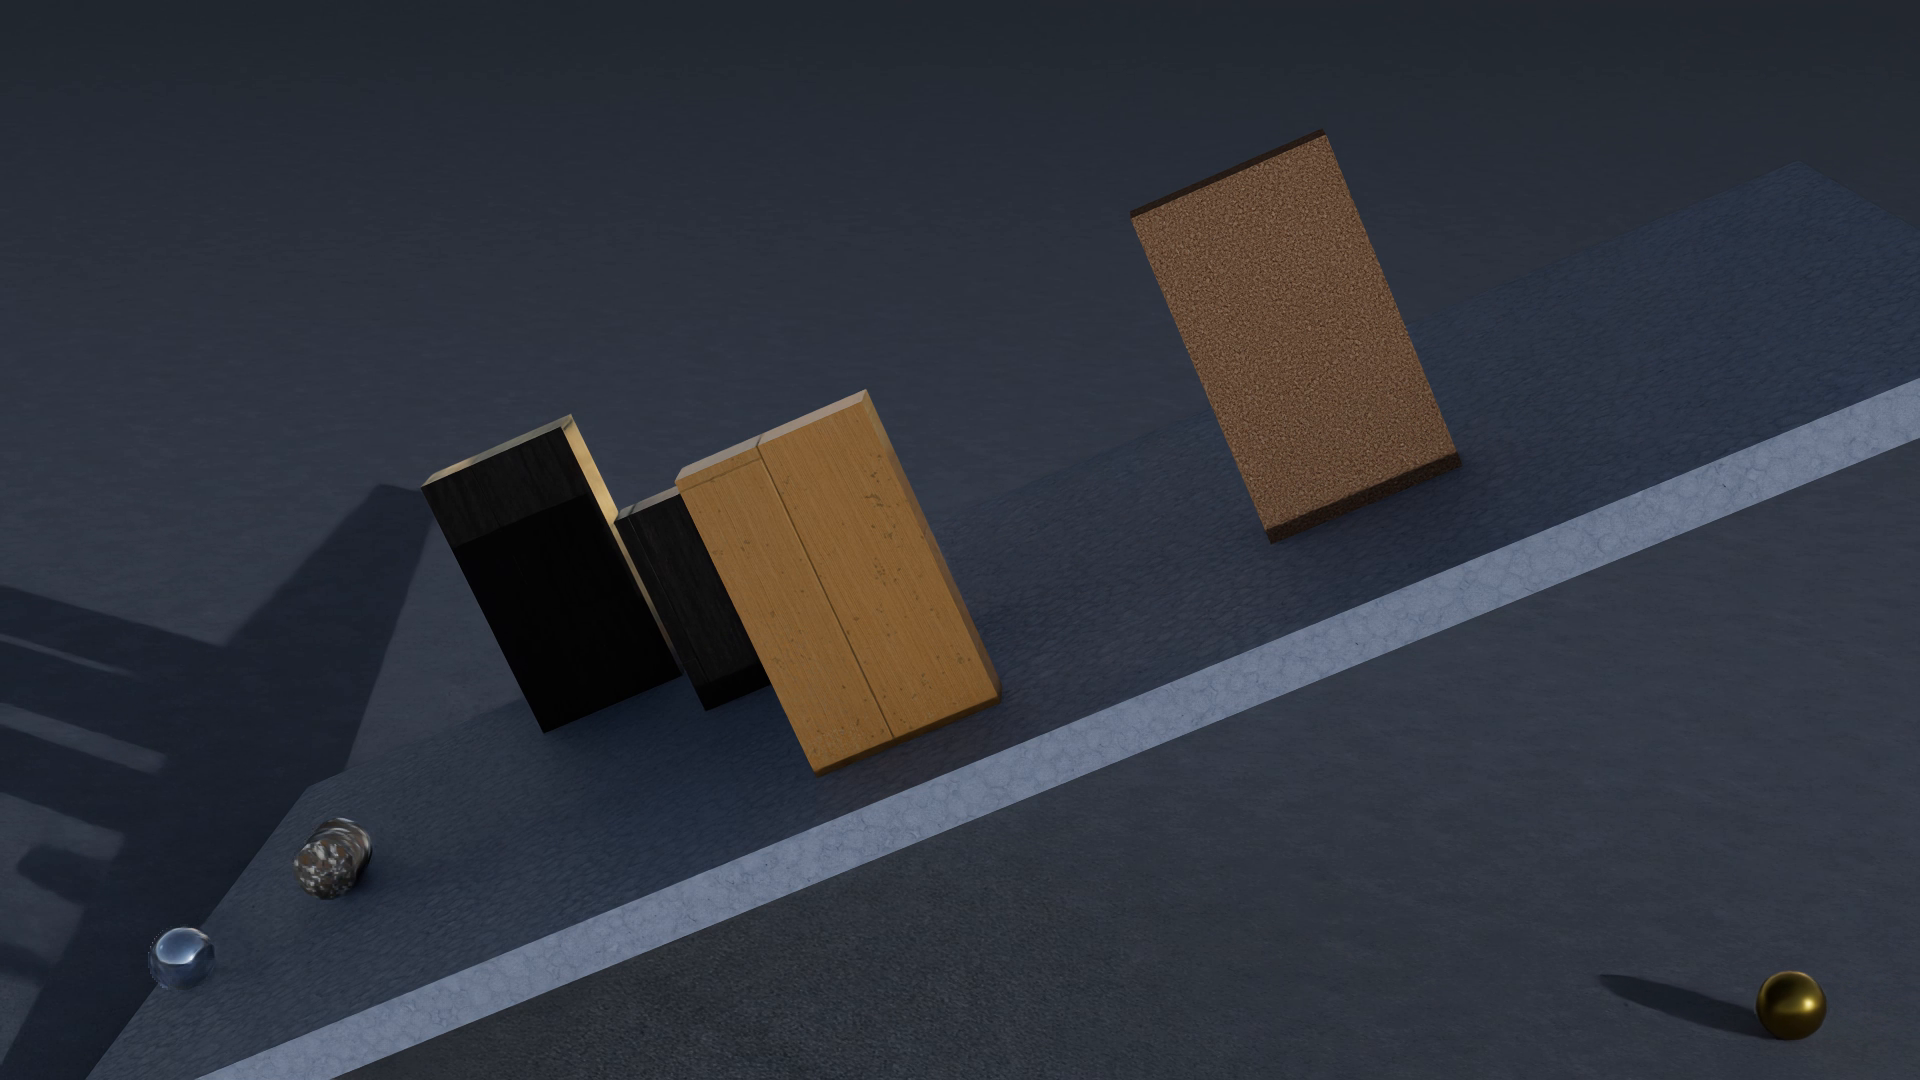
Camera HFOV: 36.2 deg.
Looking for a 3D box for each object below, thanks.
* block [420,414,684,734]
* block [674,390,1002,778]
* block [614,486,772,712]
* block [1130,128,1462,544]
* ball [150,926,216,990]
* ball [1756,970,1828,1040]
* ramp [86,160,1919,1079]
[{"bbox_3d":[-0.949,0.081,6.929,0.364,0.654,0.135,-23,13,8],"label":"block"},{"bbox_3d":[-0.226,0.086,5.602,0.386,0.639,0.109,-23,13,8],"label":"block"},{"bbox_3d":[-0.539,0.107,6.480,0.255,0.471,0.109,-23,13,8],"label":"block"},{"bbox_3d":[0.658,-0.394,5.752,0.404,0.706,0.097,-23,13,8],"label":"block"},{"bbox_3d":[-1.627,0.876,6.159,0.131,0.131,0.131,0,15,0],"label":"ball"},{"bbox_3d":[1.771,0.990,6.262,0.146,0.146,0.146,0,15,0],"label":"ball"},{"bbox_3d":[0.132,0.170,6.284,4.000,0.100,2.000,-23,13,8],"label":"ramp"}]
